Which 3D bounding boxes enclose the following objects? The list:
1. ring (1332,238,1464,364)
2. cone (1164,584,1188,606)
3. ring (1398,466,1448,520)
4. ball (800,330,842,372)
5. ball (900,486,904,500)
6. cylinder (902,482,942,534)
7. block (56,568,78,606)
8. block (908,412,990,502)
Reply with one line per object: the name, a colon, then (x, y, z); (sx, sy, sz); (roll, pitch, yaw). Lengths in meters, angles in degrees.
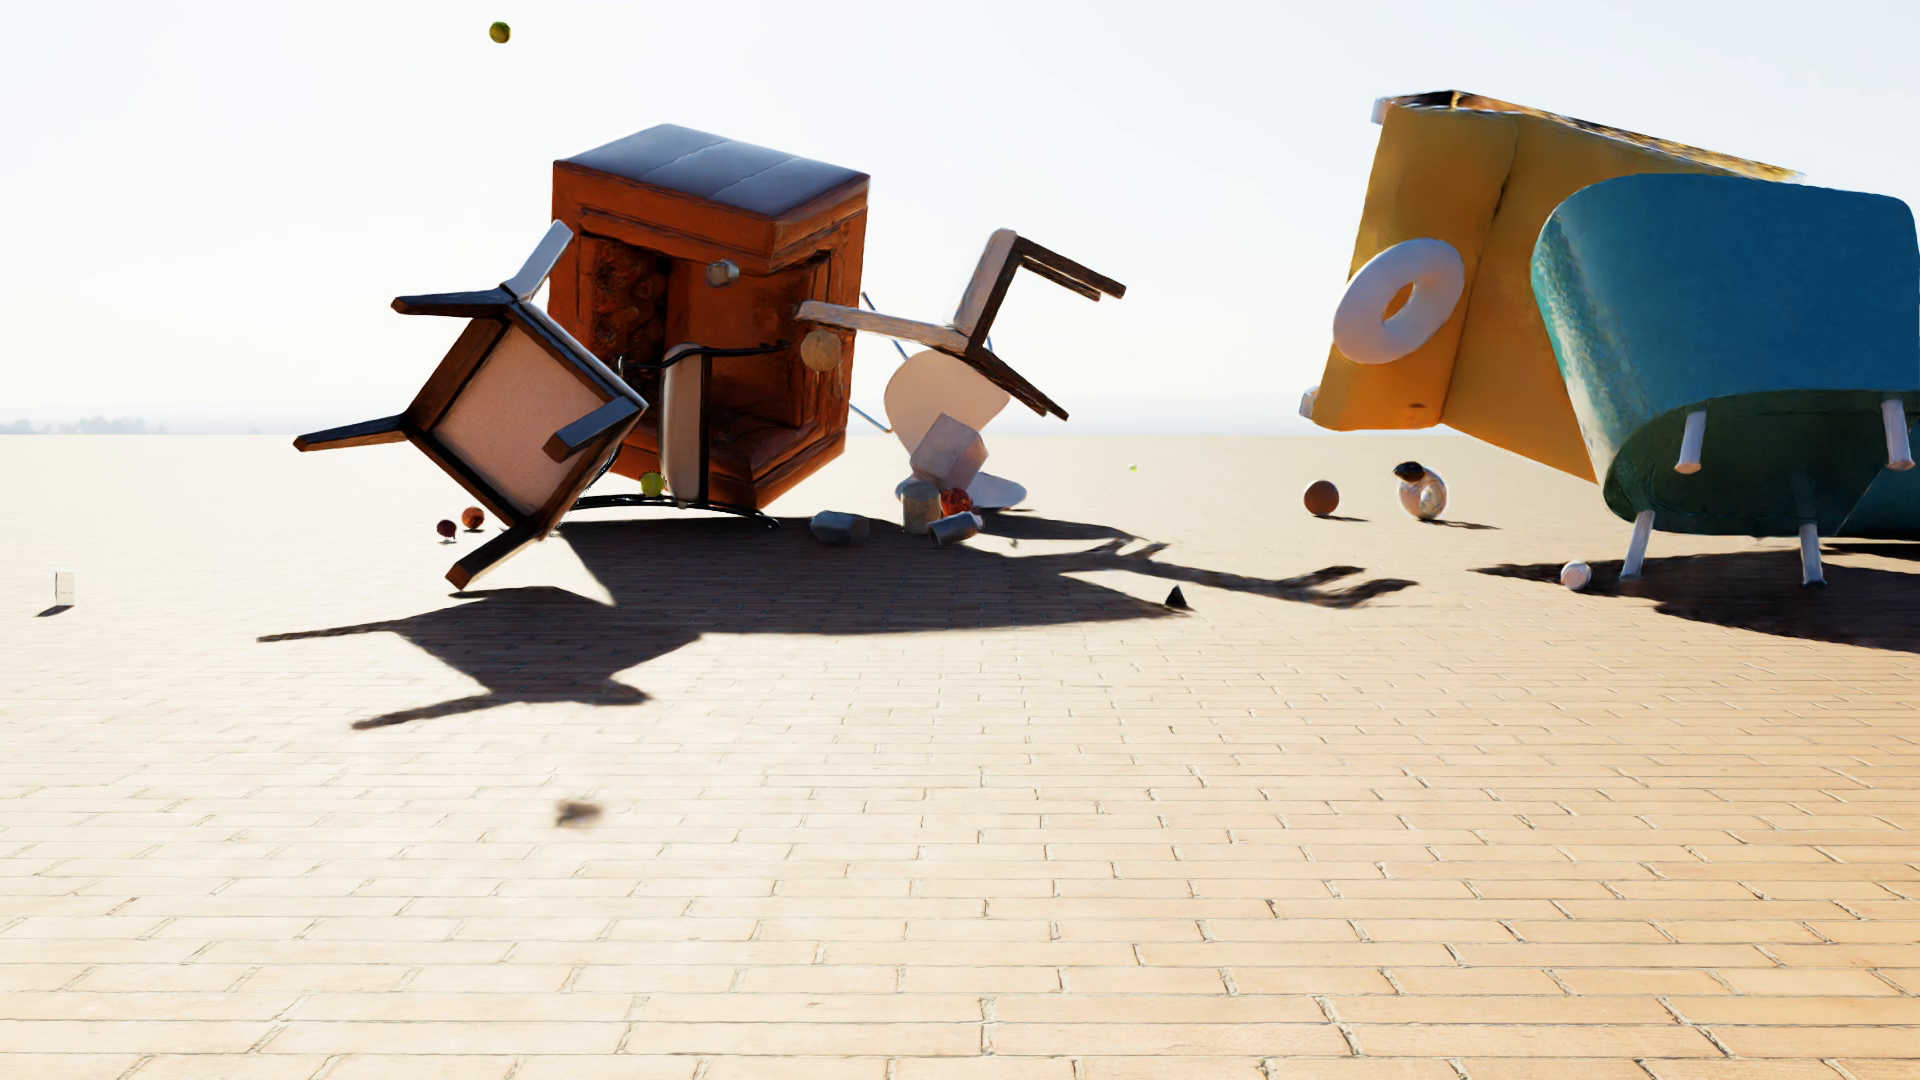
ring: (1.211, -0.658, 6.068); (0.448, 0.312, 0.129); (-35, 37, -14)
cone: (0.455, 0.124, 4.568); (0.042, 0.056, 0.044); (35, 24, 11)
ring: (1.590, -0.162, 7.560); (0.155, 0.190, 0.128); (-28, 27, -6)
ball: (-0.377, -0.514, 5.975); (0.113, 0.113, 0.113); (0, 4, 0)
ball: (-0.193, -0.177, 8.516); (0.082, 0.082, 0.082); (0, 4, 0)
cylinder: (-0.119, -0.099, 6.827); (0.118, 0.113, 0.152); (-8, 25, -11)
block: (-1.862, 0.099, 4.581); (0.037, 0.071, 0.067); (-1, 5, -18)
block: (-0.041, -0.305, 8.178); (0.171, 0.227, 0.203); (29, -14, 22)
